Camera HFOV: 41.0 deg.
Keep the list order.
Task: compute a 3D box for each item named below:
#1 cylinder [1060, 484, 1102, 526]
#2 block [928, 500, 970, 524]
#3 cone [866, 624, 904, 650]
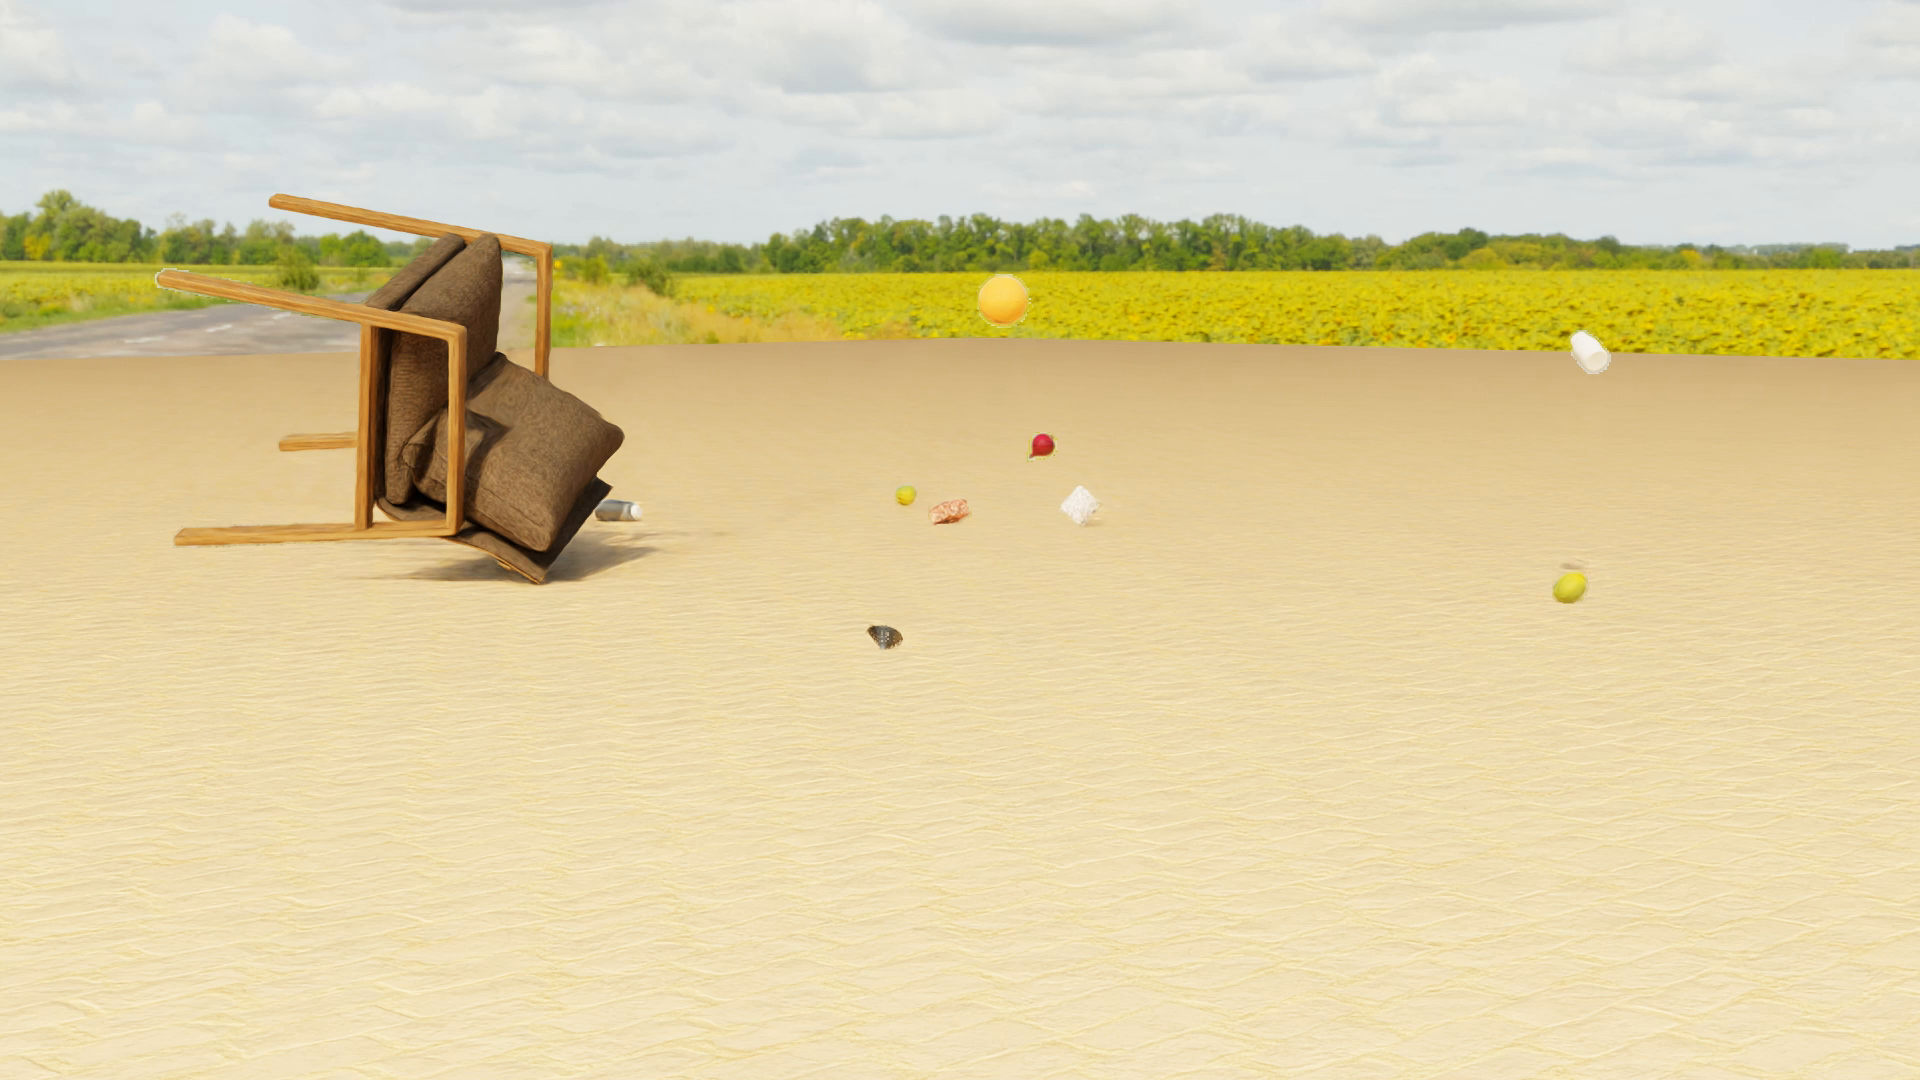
[{"bbox_3d":[0.317,-0.090,6.709,0.082,0.078,0.068,40,3,-24],"label":"cylinder"},{"bbox_3d":[-0.027,-0.075,6.819,0.064,0.040,0.085,-31,-16,39],"label":"block"},{"bbox_3d":[-0.135,0.182,4.532,0.068,0.057,0.035,20,46,-11],"label":"cone"}]
